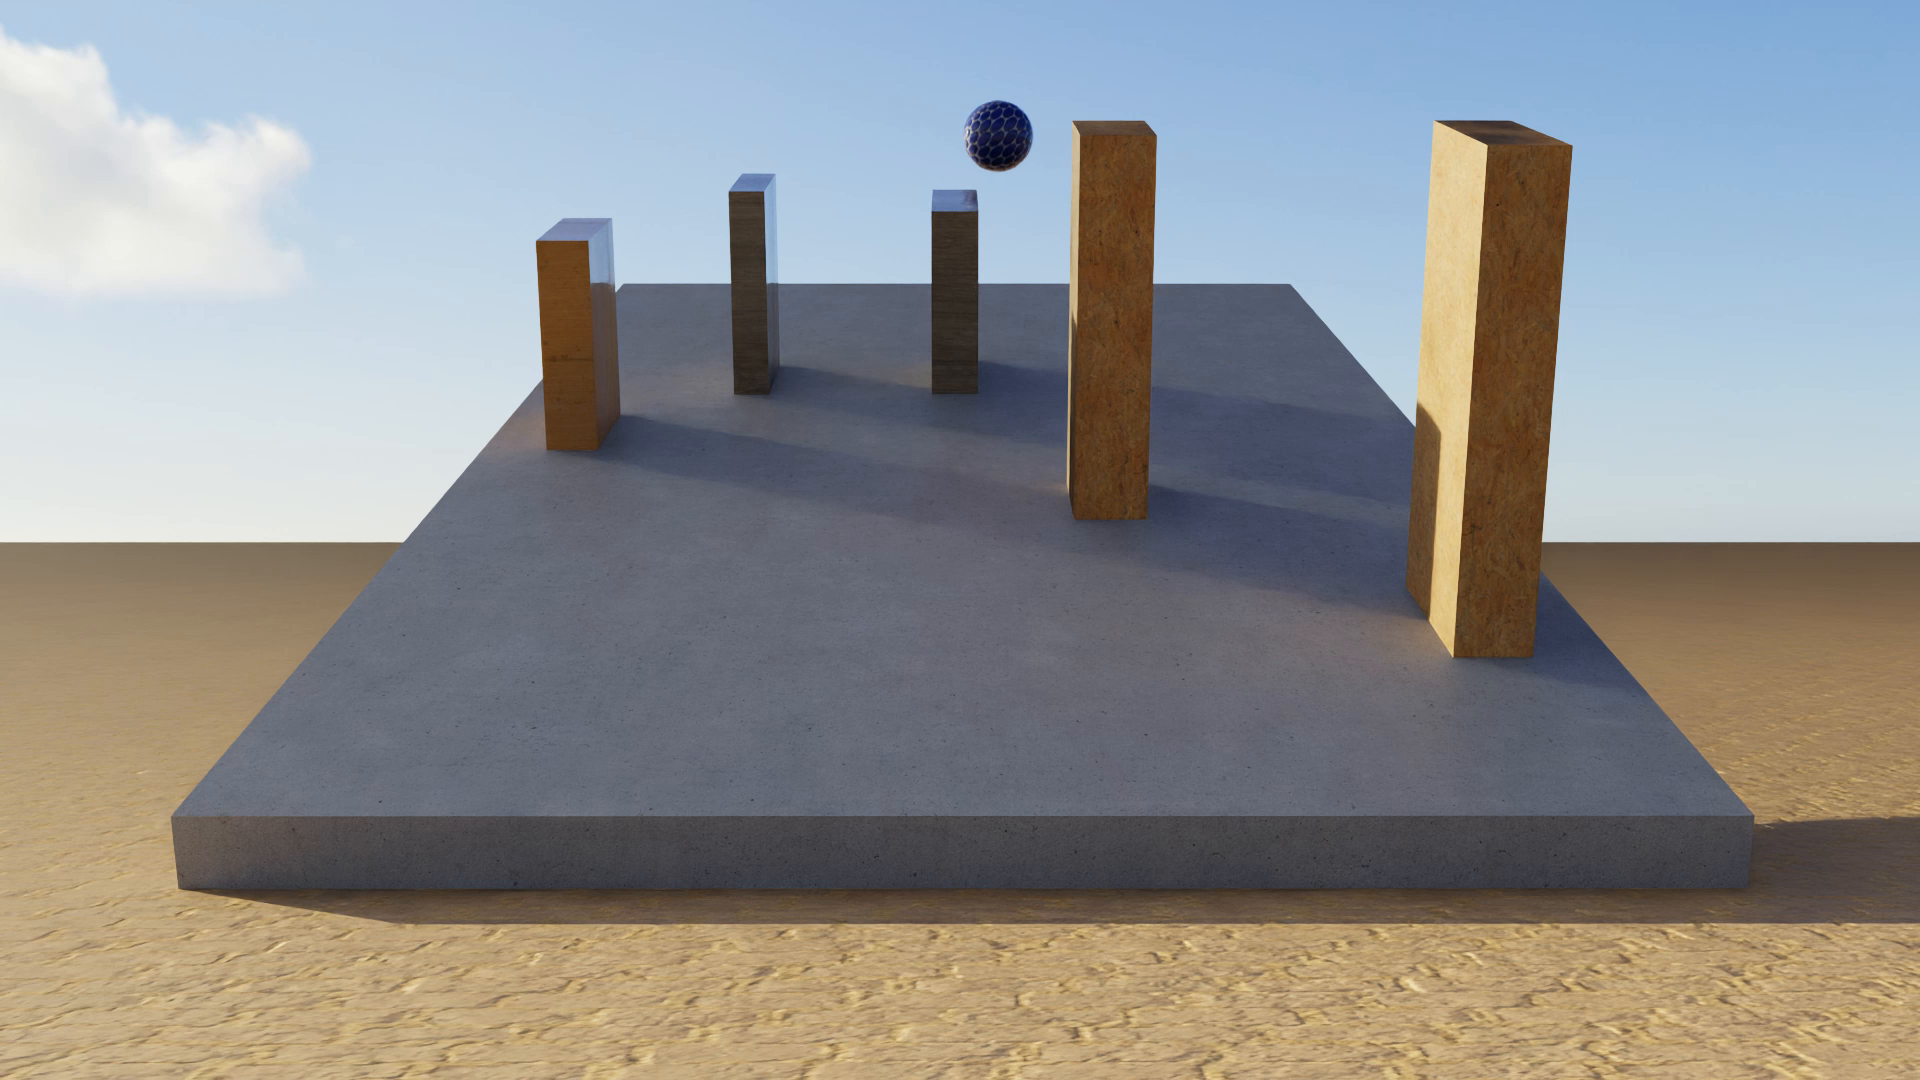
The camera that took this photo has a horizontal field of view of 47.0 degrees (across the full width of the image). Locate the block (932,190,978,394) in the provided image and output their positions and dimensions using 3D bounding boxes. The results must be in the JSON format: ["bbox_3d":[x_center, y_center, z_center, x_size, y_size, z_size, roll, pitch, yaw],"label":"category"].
[{"bbox_3d":[-0.012,-0.599,5.284,0.108,0.426,0.390,0,16,0],"label":"block"}]

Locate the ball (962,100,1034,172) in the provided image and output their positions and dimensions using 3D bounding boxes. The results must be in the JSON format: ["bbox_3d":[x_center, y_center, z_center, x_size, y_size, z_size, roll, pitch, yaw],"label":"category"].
[{"bbox_3d":[0.109,-1.151,6.305,0.202,0.202,0.202,0,0,0],"label":"ball"}]

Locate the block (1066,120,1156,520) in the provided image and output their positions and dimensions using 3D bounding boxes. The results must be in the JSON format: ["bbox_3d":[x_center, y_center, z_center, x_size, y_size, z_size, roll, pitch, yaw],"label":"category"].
[{"bbox_3d":[0.281,-0.416,4.150,0.137,0.708,0.267,0,16,0],"label":"block"}]

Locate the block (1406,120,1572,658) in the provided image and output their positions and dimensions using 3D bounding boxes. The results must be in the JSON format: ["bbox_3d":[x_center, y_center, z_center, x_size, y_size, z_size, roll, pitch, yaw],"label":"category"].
[{"bbox_3d":[0.814,-0.244,3.443,0.122,0.774,0.367,0,16,0],"label":"block"}]

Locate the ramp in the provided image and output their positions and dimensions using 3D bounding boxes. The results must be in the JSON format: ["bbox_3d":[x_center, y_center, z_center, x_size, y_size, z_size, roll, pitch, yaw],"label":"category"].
[{"bbox_3d":[-0.002,-0.163,4.725,2.000,0.100,4.000,0,16,0],"label":"ramp"}]

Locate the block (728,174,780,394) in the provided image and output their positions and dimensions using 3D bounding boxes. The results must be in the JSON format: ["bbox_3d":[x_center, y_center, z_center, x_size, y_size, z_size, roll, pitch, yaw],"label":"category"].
[{"bbox_3d":[-0.486,-0.613,5.247,0.081,0.471,0.339,0,16,0],"label":"block"}]

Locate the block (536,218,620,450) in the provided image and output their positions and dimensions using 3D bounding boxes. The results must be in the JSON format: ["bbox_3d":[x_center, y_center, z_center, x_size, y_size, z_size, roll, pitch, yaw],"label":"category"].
[{"bbox_3d":[-0.813,-0.446,4.731,0.107,0.439,0.333,0,16,0],"label":"block"}]
